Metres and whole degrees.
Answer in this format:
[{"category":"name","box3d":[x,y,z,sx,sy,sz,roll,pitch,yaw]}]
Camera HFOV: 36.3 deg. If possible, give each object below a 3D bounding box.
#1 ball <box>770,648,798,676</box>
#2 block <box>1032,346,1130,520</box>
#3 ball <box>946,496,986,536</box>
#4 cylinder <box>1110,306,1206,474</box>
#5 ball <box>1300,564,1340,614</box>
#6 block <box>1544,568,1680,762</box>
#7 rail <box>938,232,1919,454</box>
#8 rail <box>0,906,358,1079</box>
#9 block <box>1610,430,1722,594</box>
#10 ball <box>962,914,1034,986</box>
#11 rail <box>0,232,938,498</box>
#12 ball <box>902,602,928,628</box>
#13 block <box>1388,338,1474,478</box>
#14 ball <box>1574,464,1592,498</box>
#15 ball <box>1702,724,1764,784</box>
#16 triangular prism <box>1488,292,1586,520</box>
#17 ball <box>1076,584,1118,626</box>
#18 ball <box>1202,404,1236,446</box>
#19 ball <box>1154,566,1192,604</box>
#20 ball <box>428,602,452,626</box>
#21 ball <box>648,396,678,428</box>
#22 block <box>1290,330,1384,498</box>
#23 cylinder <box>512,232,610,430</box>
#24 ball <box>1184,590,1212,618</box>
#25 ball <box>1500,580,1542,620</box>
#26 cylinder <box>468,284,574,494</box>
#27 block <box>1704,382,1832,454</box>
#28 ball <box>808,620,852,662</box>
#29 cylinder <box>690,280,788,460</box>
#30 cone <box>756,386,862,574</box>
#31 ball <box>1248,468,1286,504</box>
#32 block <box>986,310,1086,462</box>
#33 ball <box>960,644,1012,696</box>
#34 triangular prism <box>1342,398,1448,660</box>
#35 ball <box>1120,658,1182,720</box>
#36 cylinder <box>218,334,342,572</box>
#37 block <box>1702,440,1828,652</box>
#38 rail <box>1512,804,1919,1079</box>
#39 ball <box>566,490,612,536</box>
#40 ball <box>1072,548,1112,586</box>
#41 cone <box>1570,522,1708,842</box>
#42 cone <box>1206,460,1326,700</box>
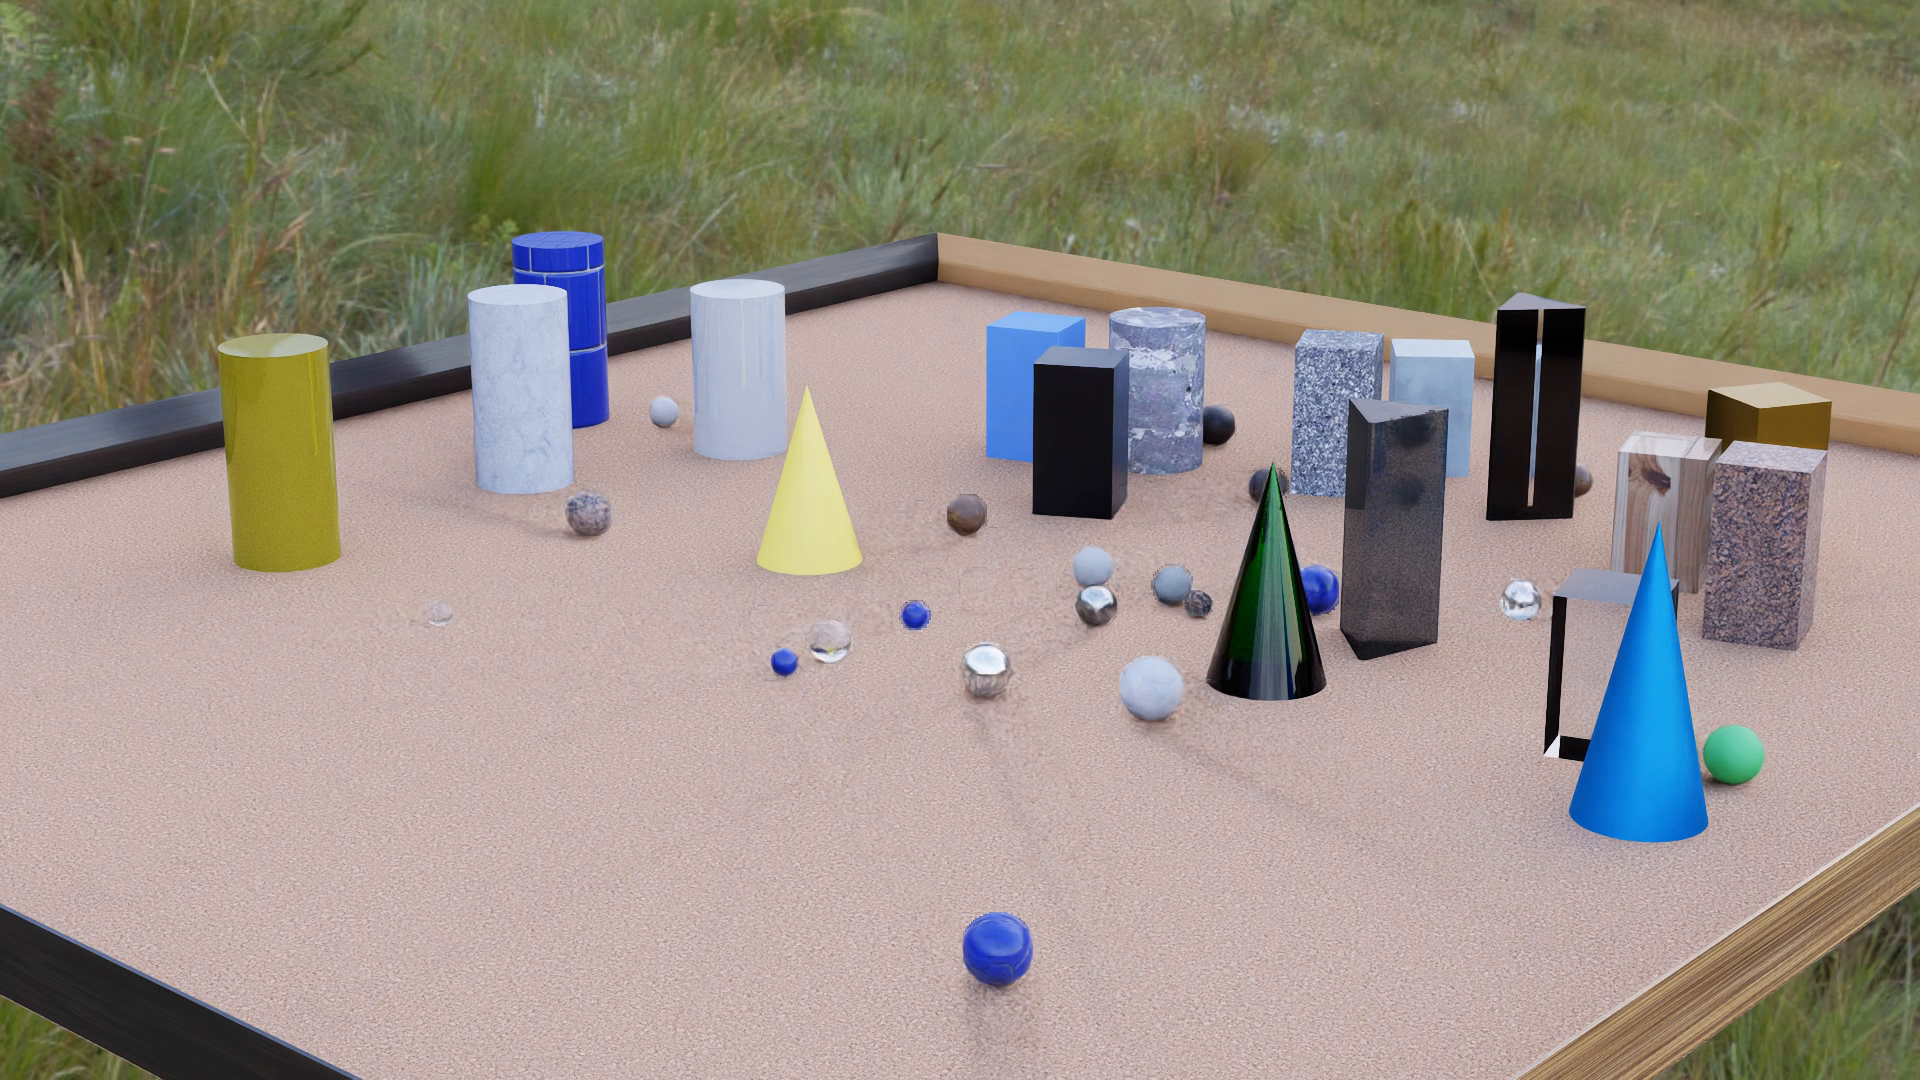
[{"category":"ball","box3d":[-0.283,0.196,4.718,0.044,0.044,0.044,0,17,0]},{"category":"block","box3d":[0.232,-0.207,5.618,0.154,0.296,0.154,4,17,14]},{"category":"ball","box3d":[0.011,-0.046,5.470,0.075,0.075,0.075,0,17,0]},{"category":"cylinder","box3d":[0.397,-0.303,5.928,0.193,0.301,0.193,0,17,0]},{"category":"ball","box3d":[0.607,0.085,5.018,0.084,0.084,0.084,0,17,0]},{"category":"block","box3d":[0.973,0.191,4.378,0.154,0.251,0.154,7,18,23]},{"category":"rail","box3d":[1.289,-0.398,6.541,3.613,0.125,0.045,14,22,39]},{"category":"rail","box3d":[-1.289,0.460,3.699,3.613,0.125,0.045,14,22,39]},{"category":"block","box3d":[1.250,-0.051,5.193,0.154,0.242,0.154,7,18,22]},{"category":"ball","box3d":[0.047,0.506,3.616,0.088,0.088,0.088,0,17,0]},{"category":"rail","box3d":[-1.346,-0.306,6.239,0.045,0.125,3.979,14,22,39]},{"category":"ball","box3d":[-0.076,0.127,4.944,0.045,0.045,0.045,0,17,0]},{"category":"block","box3d":[0.946,-0.267,5.904,0.154,0.245,0.154,1,17,4]},{"category":"ball","box3d":[1.197,-0.115,5.708,0.068,0.068,0.068,0,17,0]},{"category":"ball","box3d":[1.125,0.311,4.264,0.087,0.087,0.087,0,17,0]},{"category":"triangular prism","box3d":[1.077,-0.256,5.586,0.167,0.409,0.145,-2,17,-6]},{"category":"ball","box3d":[0.231,0.110,4.959,0.070,0.070,0.070,0,17,0]},{"category":"ball","box3d":[0.531,-0.239,6.090,0.085,0.085,0.085,0,17,0]},{"category":"ball","box3d":[0.368,0.079,5.070,0.066,0.066,0.066,0,17,0]},{"category":"ball","box3d":[-0.879,0.125,4.957,0.042,0.042,0.042,0,17,0]},{"category":"ball","box3d":[-0.630,-0.272,6.232,0.065,0.065,0.065,0,17,0]},{"category":"block","box3d":[0.740,-0.248,5.753,0.154,0.297,0.154,4,17,13]},{"category":"cylinder","box3d":[-0.850,-0.448,6.252,0.193,0.391,0.193,0,17,0]},{"category":"ball","box3d":[0.407,0.108,5.004,0.048,0.048,0.048,0,17,0]},{"category":"ball","box3d":[0.954,0.102,4.988,0.069,0.069,0.069,0,17,0]},{"category":"cylinder","box3d":[-0.864,-0.299,5.779,0.193,0.378,0.193,0,17,0]},{"category":"block","box3d":[1.455,-0.117,5.313,0.154,0.300,0.154,-6,18,-20]},{"category":"ball","box3d":[-0.213,0.164,4.779,0.070,0.070,0.070,0,17,0]},{"category":"cylinder","box3d":[-0.454,-0.352,6.028,0.193,0.336,0.193,0,17,0]},{"category":"cone","box3d":[-0.273,-0.121,5.283,0.193,0.326,0.193,0,17,0]},{"category":"ball","box3d":[0.594,-0.102,5.658,0.073,0.073,0.073,0,17,0]},{"category":"block","box3d":[0.155,-0.313,6.006,0.154,0.275,0.154,7,18,23]},{"category":"ball","box3d":[0.041,0.206,4.620,0.082,0.082,0.082,0,17,0]},{"category":"triangular prism","box3d":[0.685,-0.026,4.837,0.167,0.401,0.145,-11,20,-32]},{"category":"ball","box3d":[0.295,0.230,4.517,0.096,0.096,0.096,0,17,0]},{"category":"cylinder","box3d":[-1.226,-0.159,5.289,0.193,0.394,0.193,0,17,0]},{"category":"block","box3d":[1.342,0.008,4.889,0.154,0.305,0.154,8,18,24]},{"category":"rail","box3d":[1.346,0.369,4.001,0.045,0.125,3.979,14,22,39]},{"category":"ball","box3d":[-0.692,-0.051,5.464,0.086,0.086,0.086,0,17,0]},{"category":"ball","box3d":[0.233,0.049,5.161,0.071,0.071,0.071,0,17,0]},{"category":"cone","box3d":[0.960,0.181,4.087,0.193,0.438,0.193,0,17,0]},{"category":"cone","box3d":[0.491,0.049,4.647,0.193,0.367,0.193,0,17,0]}]
